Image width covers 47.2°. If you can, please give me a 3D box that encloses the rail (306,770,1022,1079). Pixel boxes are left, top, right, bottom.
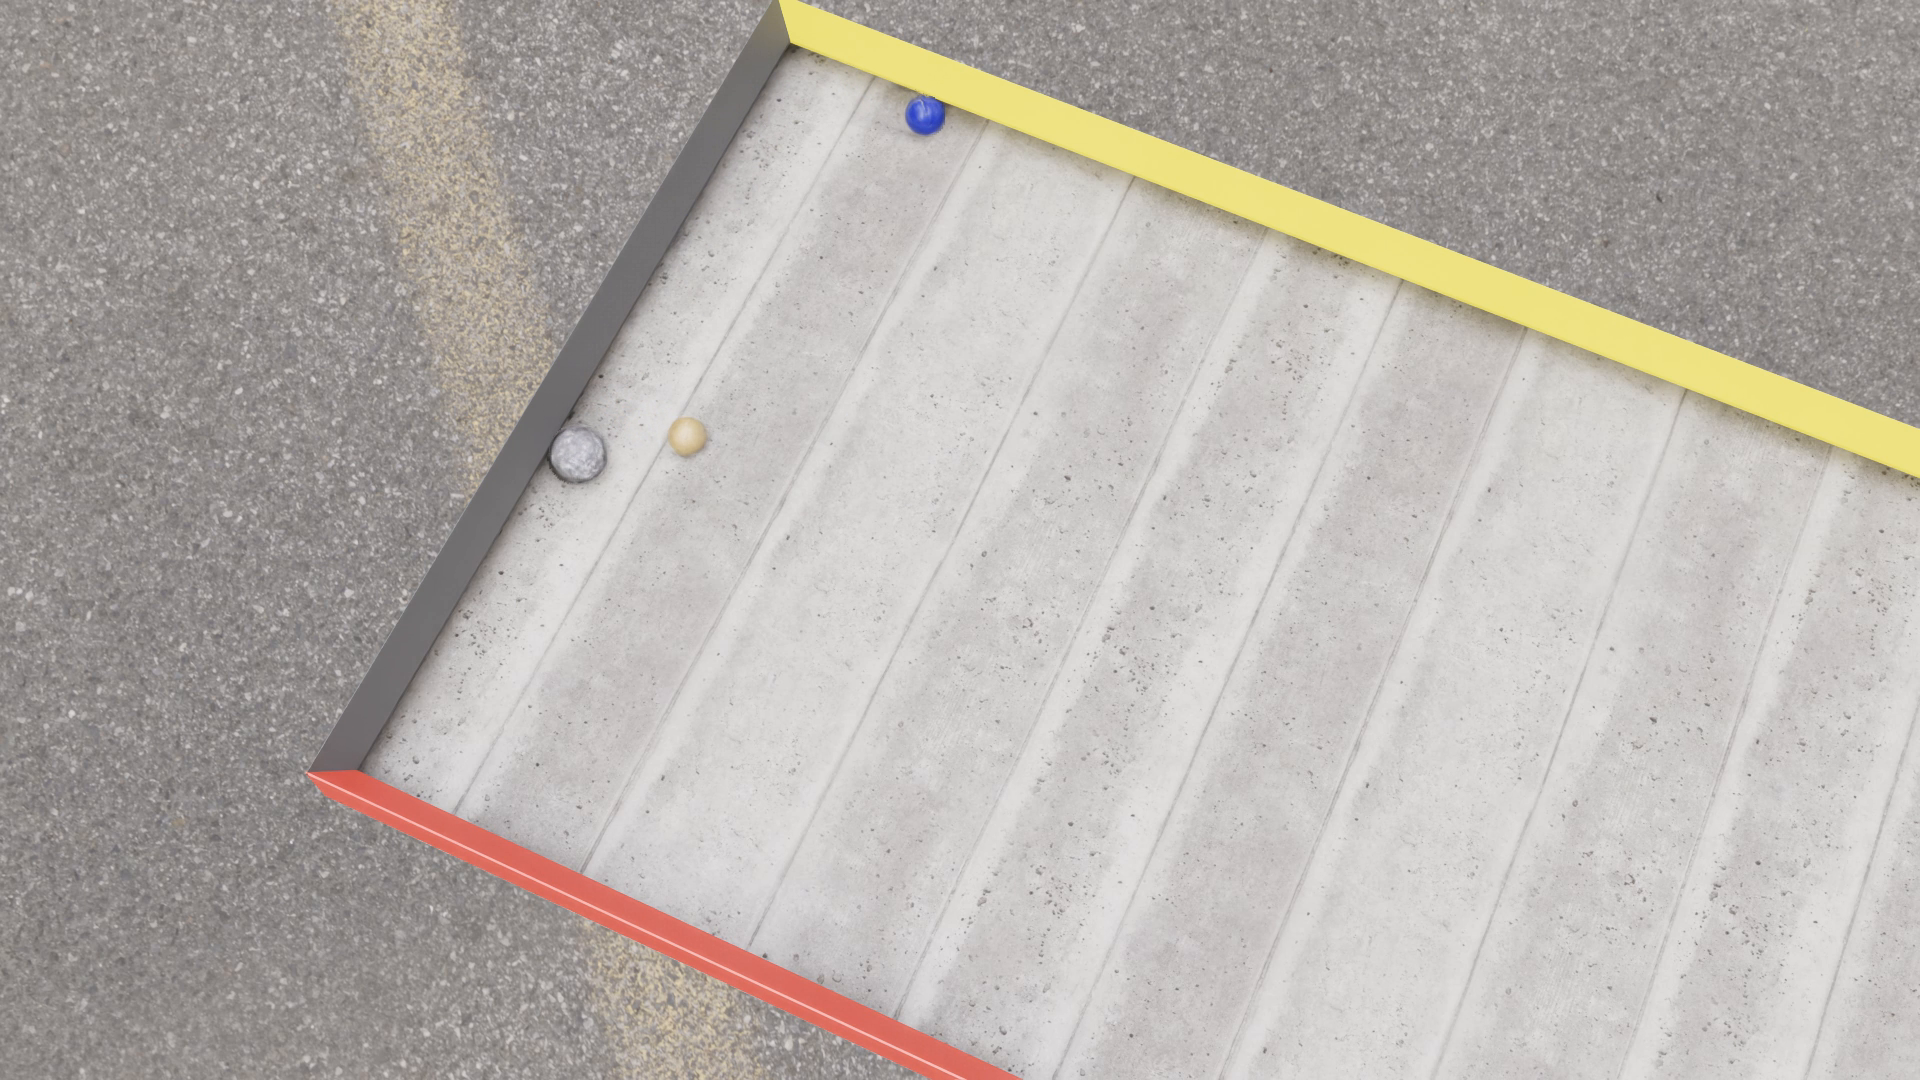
[{"bbox_3d":[0.332,0.900,3.107,2.860,0.119,0.045,23,68,10],"label":"rail"}]

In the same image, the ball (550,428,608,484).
[{"bbox_3d":[-0.620,-0.137,3.574,0.092,0.092,0.092,0,67,0],"label":"ball"}]

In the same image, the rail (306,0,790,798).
[{"bbox_3d":[-0.628,-0.273,3.617,0.045,0.119,1.570,23,68,10],"label":"rail"}]

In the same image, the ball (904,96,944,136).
[{"bbox_3d":[-0.062,-0.743,3.849,0.069,0.069,0.069,0,67,0],"label":"ball"}]

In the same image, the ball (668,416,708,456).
[{"bbox_3d":[-0.446,-0.171,3.603,0.064,0.064,0.064,0,67,0],"label":"ball"}]

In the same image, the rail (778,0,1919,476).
[{"bbox_3d":[0.968,-0.368,3.658,2.860,0.119,0.045,23,68,10],"label":"rail"}]
